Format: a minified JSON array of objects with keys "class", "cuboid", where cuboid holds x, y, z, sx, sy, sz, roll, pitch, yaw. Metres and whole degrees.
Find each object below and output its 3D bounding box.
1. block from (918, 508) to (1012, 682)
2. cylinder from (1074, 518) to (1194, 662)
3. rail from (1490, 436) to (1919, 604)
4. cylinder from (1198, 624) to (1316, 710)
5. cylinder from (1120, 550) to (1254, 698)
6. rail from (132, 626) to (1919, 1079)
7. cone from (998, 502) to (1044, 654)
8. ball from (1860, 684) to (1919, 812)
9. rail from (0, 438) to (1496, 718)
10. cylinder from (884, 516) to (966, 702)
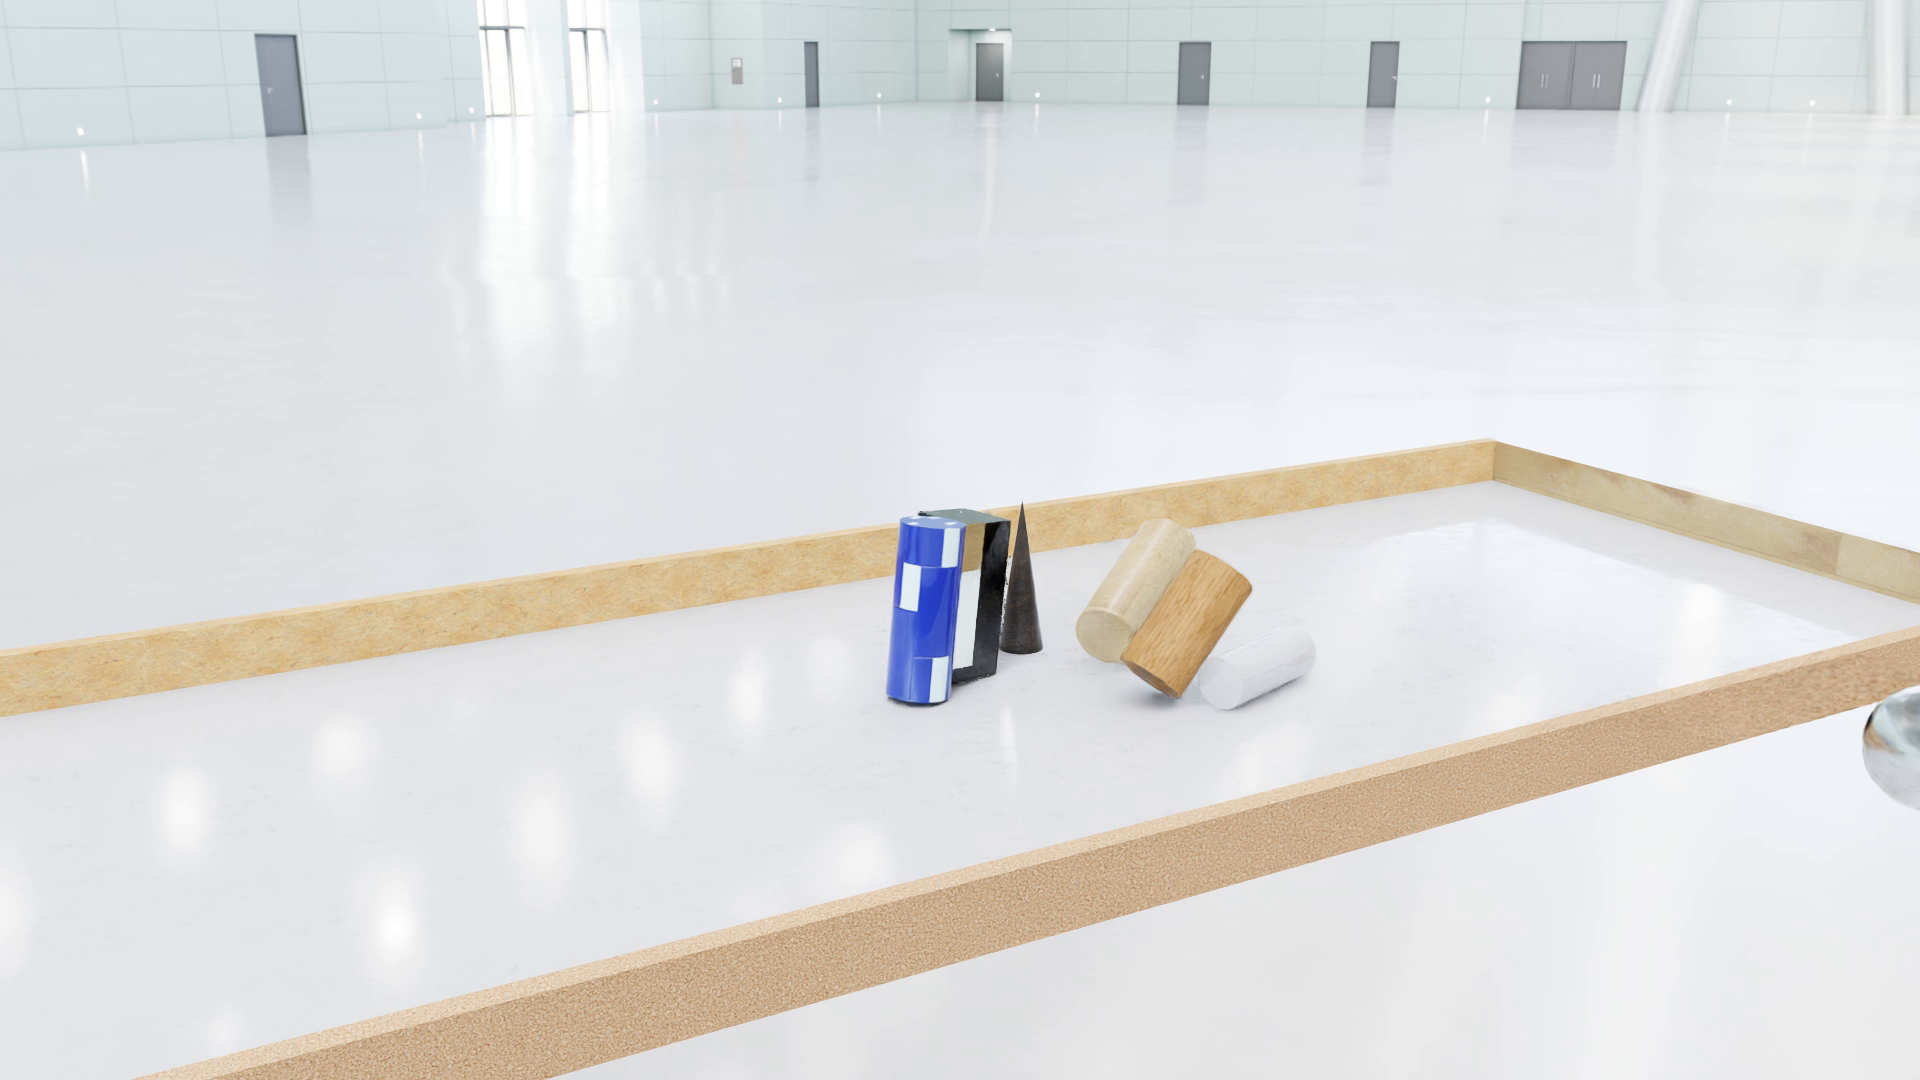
[{"class":"block","cuboid":[-0.007,0.135,4.153,0.167,0.400,0.167,-6,16,-45]},{"class":"cylinder","cuboid":[0.469,0.129,4.392,0.166,0.166,0.446,8,36,26]},{"class":"rail","cuboid":[2.466,-0.048,5.253,0.050,0.150,2.100,-9,18,-27]},{"class":"cylinder","cuboid":[0.735,0.310,4.069,0.130,0.130,0.326,15,22,41]},{"class":"cylinder","cuboid":[0.552,0.205,4.027,0.175,0.324,0.175,35,-9,6]},{"class":"rail","cuboid":[-2.336,1.006,1.665,12.000,0.150,0.050,-9,18,-27]},{"class":"cone","cuboid":[0.162,0.087,4.331,0.121,0.409,0.121,0,16,0]},{"class":"ball","cuboid":[2.011,0.431,3.404,0.266,0.266,0.266,0,16,0]},{"class":"rail","cuboid":[-3.305,0.497,3.399,12.000,0.150,0.050,-9,18,-27]},{"class":"cylinder","cuboid":[-0.085,0.166,4.001,0.160,0.427,0.160,5,11,-1]}]
